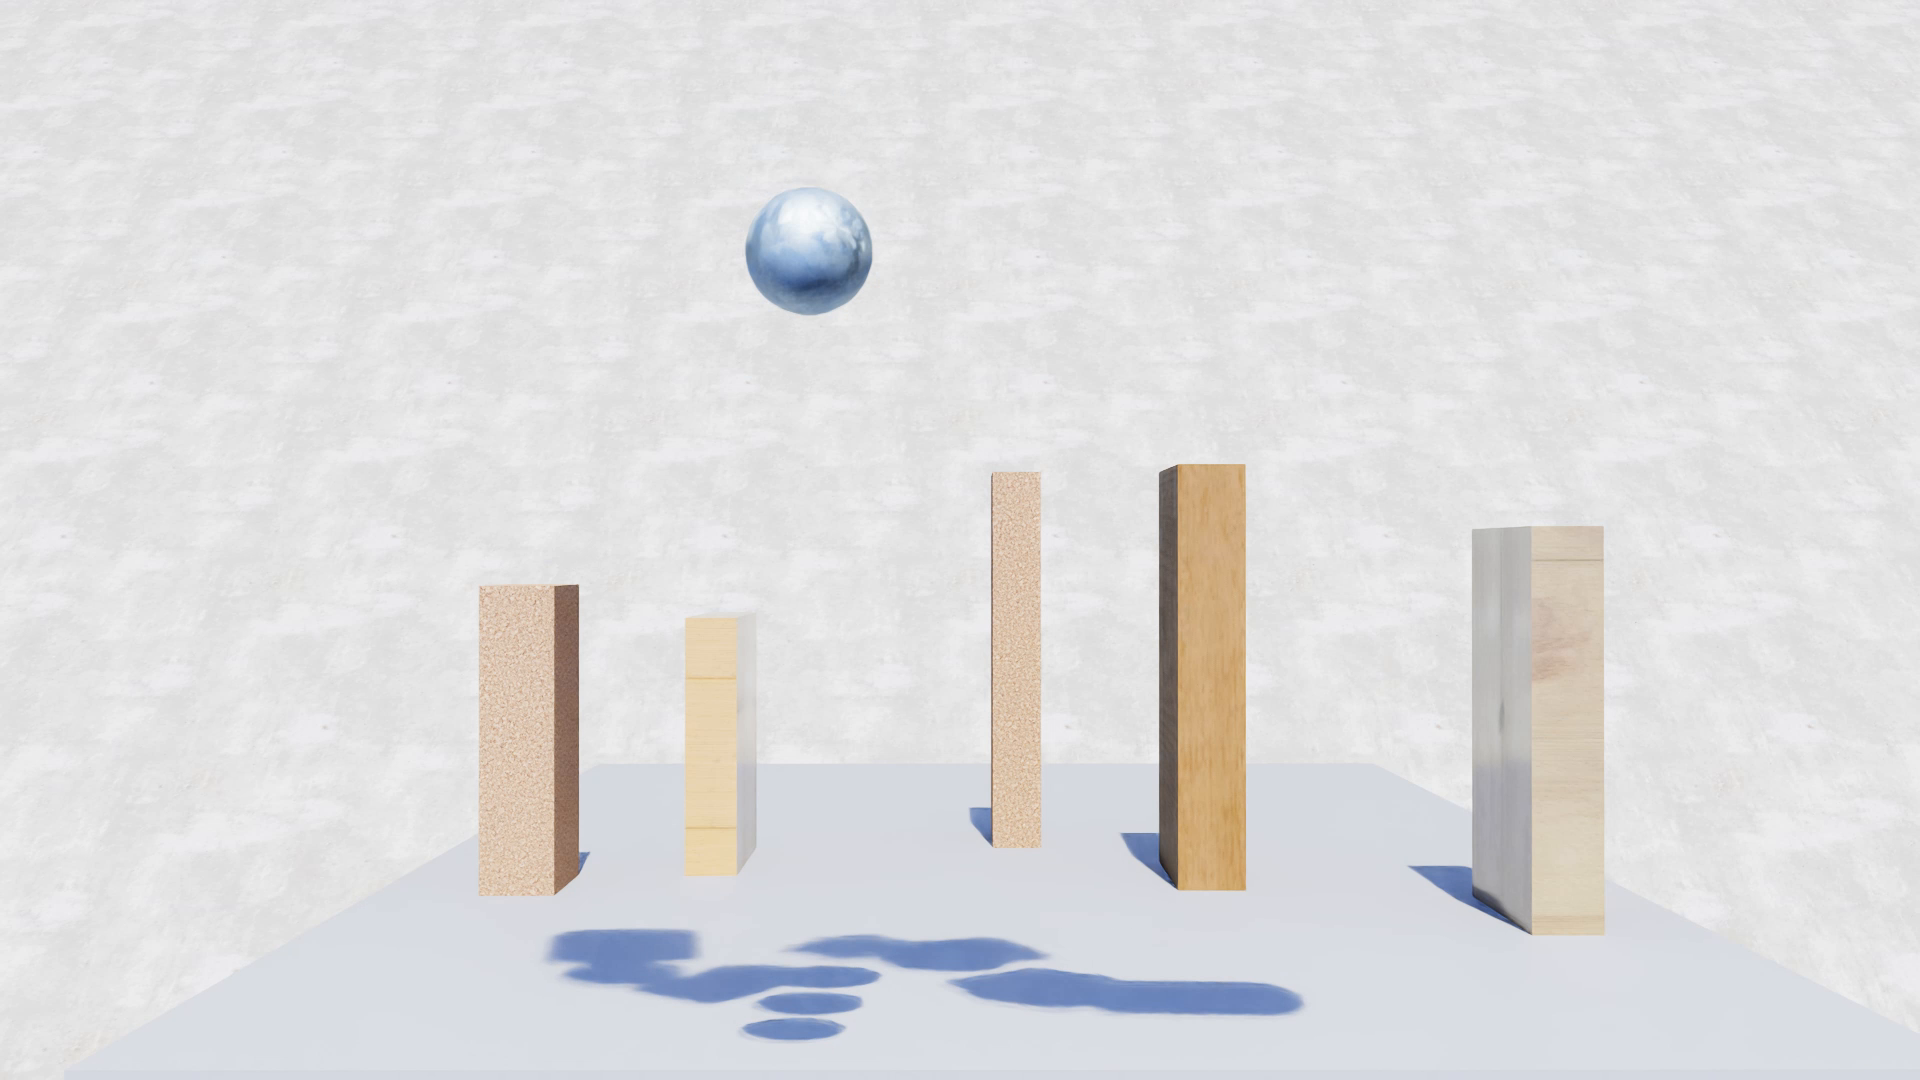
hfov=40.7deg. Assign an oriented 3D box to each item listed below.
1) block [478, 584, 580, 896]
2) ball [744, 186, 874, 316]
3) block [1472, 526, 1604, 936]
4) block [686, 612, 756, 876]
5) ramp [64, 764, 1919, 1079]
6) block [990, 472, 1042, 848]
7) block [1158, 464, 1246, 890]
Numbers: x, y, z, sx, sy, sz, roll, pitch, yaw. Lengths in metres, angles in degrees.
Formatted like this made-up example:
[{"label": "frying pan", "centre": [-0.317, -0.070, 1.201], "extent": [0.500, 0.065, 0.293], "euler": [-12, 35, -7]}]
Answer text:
[{"label": "block", "centre": [-0.698, 0.317, 4.212], "extent": [0.119, 0.487, 0.268], "euler": [0, 0, 0]}, {"label": "ball", "centre": [-0.138, -0.264, 2.362], "extent": [0.117, 0.117, 0.117], "euler": [0, 31, 0]}, {"label": "block", "centre": [0.856, 0.270, 3.856], "extent": [0.102, 0.576, 0.424], "euler": [0, 0, 0]}, {"label": "block", "centre": [-0.416, 0.347, 4.542], "extent": [0.087, 0.432, 0.424], "euler": [0, 0, 0]}, {"label": "ramp", "centre": [0.069, 0.614, 4.688], "extent": [2.000, 0.100, 4.000], "euler": [0, 0, 0]}, {"label": "block", "centre": [0.104, 0.220, 4.889], "extent": [0.088, 0.689, 0.287], "euler": [0, 0, 0]}, {"label": "block", "centre": [0.402, 0.221, 4.332], "extent": [0.108, 0.681, 0.394], "euler": [0, 0, 0]}]
